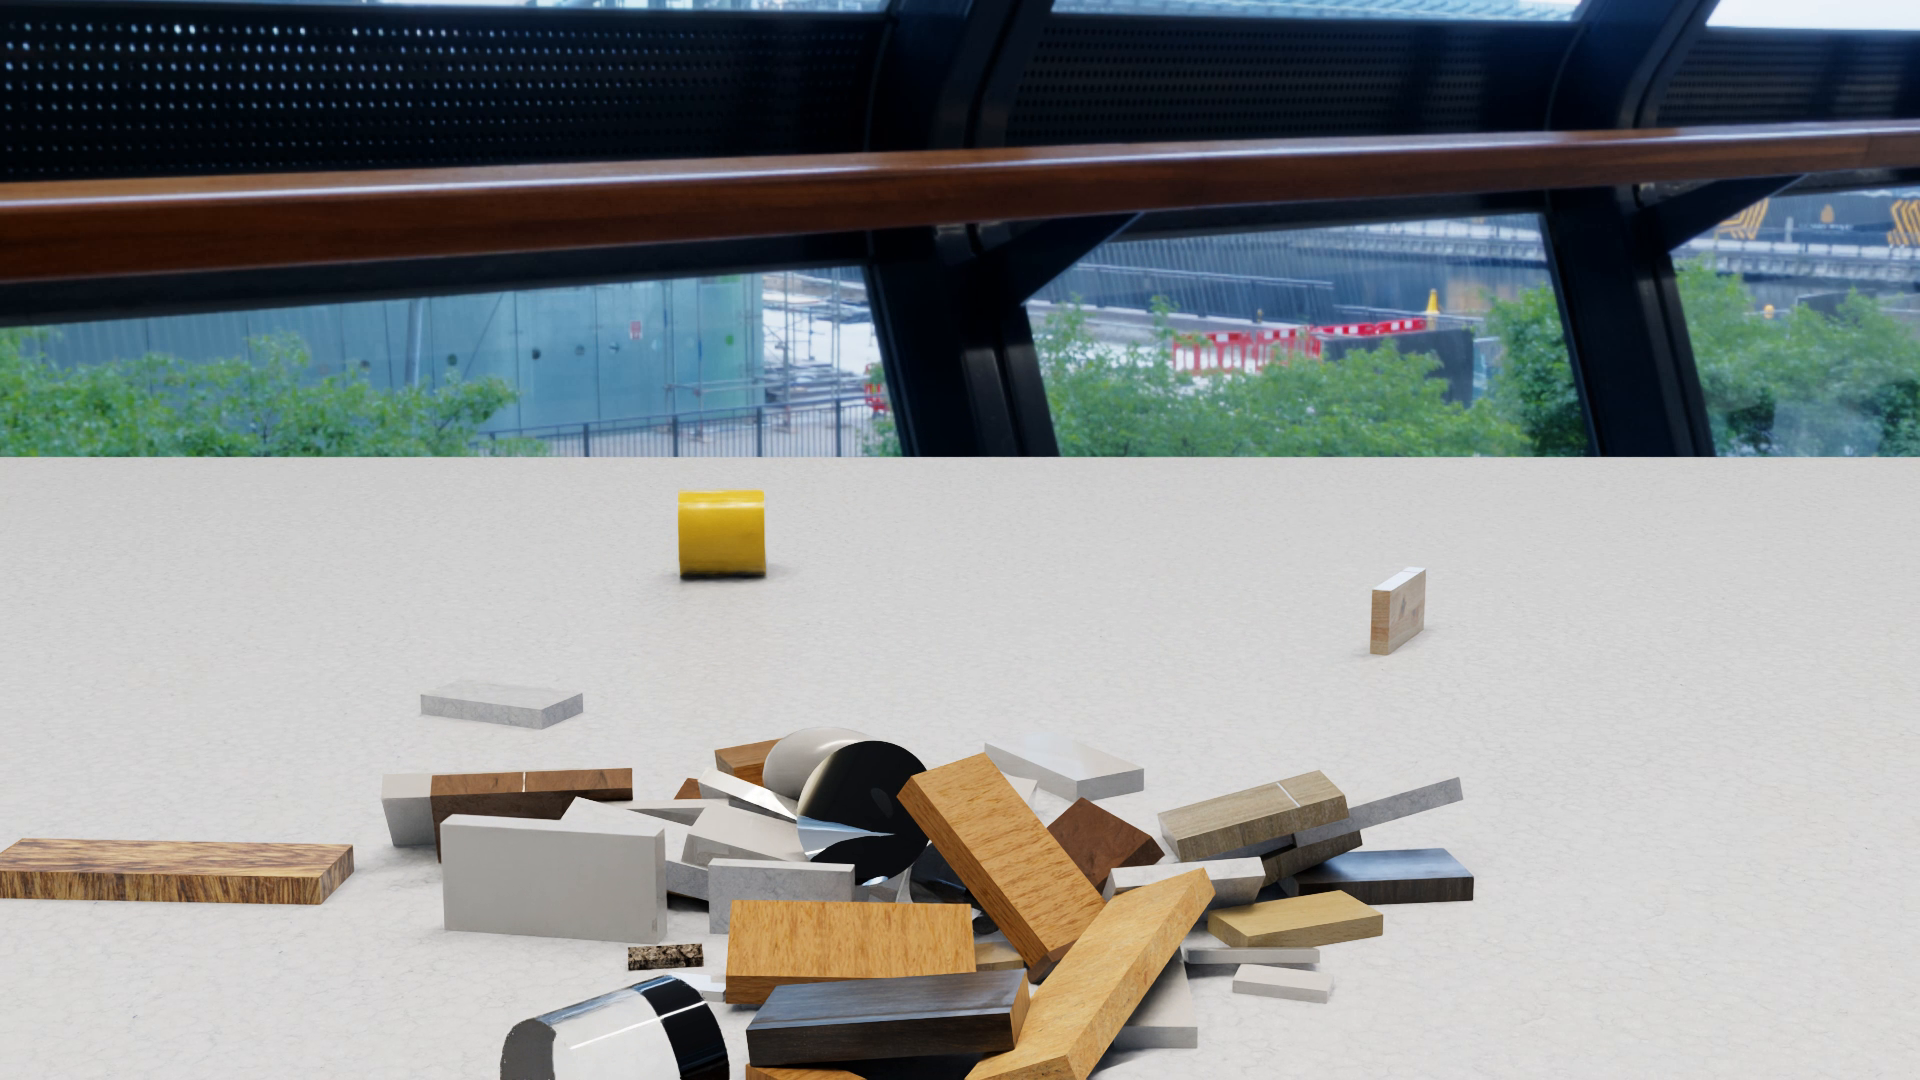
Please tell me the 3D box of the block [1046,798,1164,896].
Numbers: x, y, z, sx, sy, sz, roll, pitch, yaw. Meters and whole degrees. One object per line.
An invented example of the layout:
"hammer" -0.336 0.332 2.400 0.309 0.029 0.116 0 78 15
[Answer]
"block" 0.217 0.522 3.670 0.144 0.041 0.287 -40 18 -12

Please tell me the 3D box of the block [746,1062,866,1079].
"block" -0.200 0.718 2.916 0.163 0.023 0.081 10 15 44

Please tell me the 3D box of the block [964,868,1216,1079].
"block" 0.195 0.621 3.096 0.159 0.045 0.663 -22 4 25

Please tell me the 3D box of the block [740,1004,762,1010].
"block" -0.268 0.663 3.229 0.120 0.017 0.060 -4 11 -18

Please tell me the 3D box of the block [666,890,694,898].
"block" -0.484 0.570 3.646 0.092 0.013 0.046 13 12 -8

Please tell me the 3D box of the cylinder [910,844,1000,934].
"cylinder" 0.007 0.554 3.519 0.125 0.125 0.125 -10 14 -43

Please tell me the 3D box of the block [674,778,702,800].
"block" -0.410 0.494 3.944 0.238 0.034 0.119 5 41 25

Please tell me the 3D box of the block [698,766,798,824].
"block" -0.335 0.478 3.806 0.238 0.119 0.034 19 53 17

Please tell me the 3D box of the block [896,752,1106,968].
"block" 0.076 0.499 3.442 0.179 0.051 0.357 -12 54 -48

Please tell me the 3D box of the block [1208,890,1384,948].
"block" 0.531 0.607 3.483 0.247 0.035 0.123 -4 11 -23

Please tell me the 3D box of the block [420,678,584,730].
"block" -1.000 0.357 4.803 0.314 0.044 0.157 5 11 24

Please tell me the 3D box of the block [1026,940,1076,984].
"block" 0.155 0.628 3.310 0.120 0.060 0.017 -12 58 -48

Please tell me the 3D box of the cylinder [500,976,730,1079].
"cylinder" -0.426 0.664 2.719 0.202 0.202 0.202 -10 15 -43

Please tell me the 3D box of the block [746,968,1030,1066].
"block" -0.094 0.648 2.989 0.357 0.051 0.179 -6 7 9

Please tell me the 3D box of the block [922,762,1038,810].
"block" -0.051 0.469 4.044 0.360 0.051 0.180 8 16 10

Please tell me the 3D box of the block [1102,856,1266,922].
"block" 0.350 0.562 3.496 0.247 0.123 0.035 -2 49 -13

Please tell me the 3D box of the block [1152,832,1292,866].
"block" 0.393 0.515 3.672 0.287 0.041 0.144 -17 13 -16

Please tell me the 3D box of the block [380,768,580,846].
"block" -0.836 0.472 3.879 0.338 0.169 0.048 -1 54 -6

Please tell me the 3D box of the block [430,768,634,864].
"block" -0.735 0.477 3.807 0.338 0.169 0.048 -1 40 -8

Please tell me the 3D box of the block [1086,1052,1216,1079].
"block" 0.301 0.739 2.727 0.179 0.051 0.359 -8 13 -36

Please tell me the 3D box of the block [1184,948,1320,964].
"block" 0.442 0.631 3.340 0.197 0.020 0.070 0 -7 -1

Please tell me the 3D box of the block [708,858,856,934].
"block" -0.281 0.568 3.475 0.229 0.114 0.032 1 11 8

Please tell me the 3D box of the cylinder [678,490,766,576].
"cylinder" -0.681 -0.021 6.297 0.242 0.242 0.242 -1 11 -5

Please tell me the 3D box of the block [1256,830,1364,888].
"block" 0.510 0.527 3.695 0.297 0.042 0.149 -18 13 -23

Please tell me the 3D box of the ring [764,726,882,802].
"ring" -0.191 0.438 3.792 0.312 0.312 0.104 4 49 22

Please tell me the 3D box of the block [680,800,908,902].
"block" -0.268 0.527 3.639 0.354 0.050 0.177 15 12 3

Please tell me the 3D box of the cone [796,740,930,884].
"cone" -0.117 0.481 3.649 0.239 0.239 0.239 4 -20 19

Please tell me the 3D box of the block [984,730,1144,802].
"block" 0.202 0.445 4.328 0.159 0.045 0.319 -7 12 -32

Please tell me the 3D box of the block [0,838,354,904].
"block" -1.337 0.558 3.710 0.582 0.048 0.169 1 11 3

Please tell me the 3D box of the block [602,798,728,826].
"block" -0.516 0.508 3.776 0.238 0.119 0.034 -1 18 -4

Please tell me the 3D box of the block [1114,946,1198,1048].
"block" 0.275 0.657 3.219 0.114 0.032 0.351 0 11 1

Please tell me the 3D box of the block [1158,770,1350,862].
"block" 0.484 0.457 3.645 0.287 0.041 0.144 -14 12 -5

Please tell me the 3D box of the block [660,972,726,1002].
"block" -0.394 0.660 3.249 0.113 0.016 0.057 3 11 14

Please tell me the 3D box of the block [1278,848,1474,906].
"block" 0.692 0.566 3.685 0.297 0.042 0.148 -1 11 -7

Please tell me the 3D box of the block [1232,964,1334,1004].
"block" 0.479 0.656 3.257 0.140 0.020 0.070 3 11 18

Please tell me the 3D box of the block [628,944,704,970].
"block" -0.451 0.638 3.366 0.113 0.016 0.057 -2 11 -9

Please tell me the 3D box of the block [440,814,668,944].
"block" -0.642 0.536 3.477 0.354 0.177 0.050 2 11 10

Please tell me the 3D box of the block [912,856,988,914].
"block" 0.047 0.575 3.656 0.123 0.035 0.247 -10 14 -42

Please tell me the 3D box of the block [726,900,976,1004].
"block" -0.161 0.610 3.249 0.360 0.051 0.180 2 27 -4

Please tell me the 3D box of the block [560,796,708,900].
"block" -0.490 0.521 3.650 0.354 0.050 0.177 15 12 -1

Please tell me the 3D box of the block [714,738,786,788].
"block" -0.374 0.428 4.228 0.157 0.044 0.314 -9 3 -13

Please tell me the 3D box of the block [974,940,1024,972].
"block" 0.006 0.641 3.334 0.163 0.023 0.081 -3 11 -15

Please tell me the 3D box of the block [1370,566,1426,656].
"block" 1.091 0.174 5.470 0.045 0.159 0.319 5 12 27

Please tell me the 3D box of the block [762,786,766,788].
"block" -0.262 0.475 4.166 0.157 0.044 0.429 10 14 42

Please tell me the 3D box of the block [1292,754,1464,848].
"block" 0.680 0.439 3.718 0.297 0.042 0.148 -15 12 -8
